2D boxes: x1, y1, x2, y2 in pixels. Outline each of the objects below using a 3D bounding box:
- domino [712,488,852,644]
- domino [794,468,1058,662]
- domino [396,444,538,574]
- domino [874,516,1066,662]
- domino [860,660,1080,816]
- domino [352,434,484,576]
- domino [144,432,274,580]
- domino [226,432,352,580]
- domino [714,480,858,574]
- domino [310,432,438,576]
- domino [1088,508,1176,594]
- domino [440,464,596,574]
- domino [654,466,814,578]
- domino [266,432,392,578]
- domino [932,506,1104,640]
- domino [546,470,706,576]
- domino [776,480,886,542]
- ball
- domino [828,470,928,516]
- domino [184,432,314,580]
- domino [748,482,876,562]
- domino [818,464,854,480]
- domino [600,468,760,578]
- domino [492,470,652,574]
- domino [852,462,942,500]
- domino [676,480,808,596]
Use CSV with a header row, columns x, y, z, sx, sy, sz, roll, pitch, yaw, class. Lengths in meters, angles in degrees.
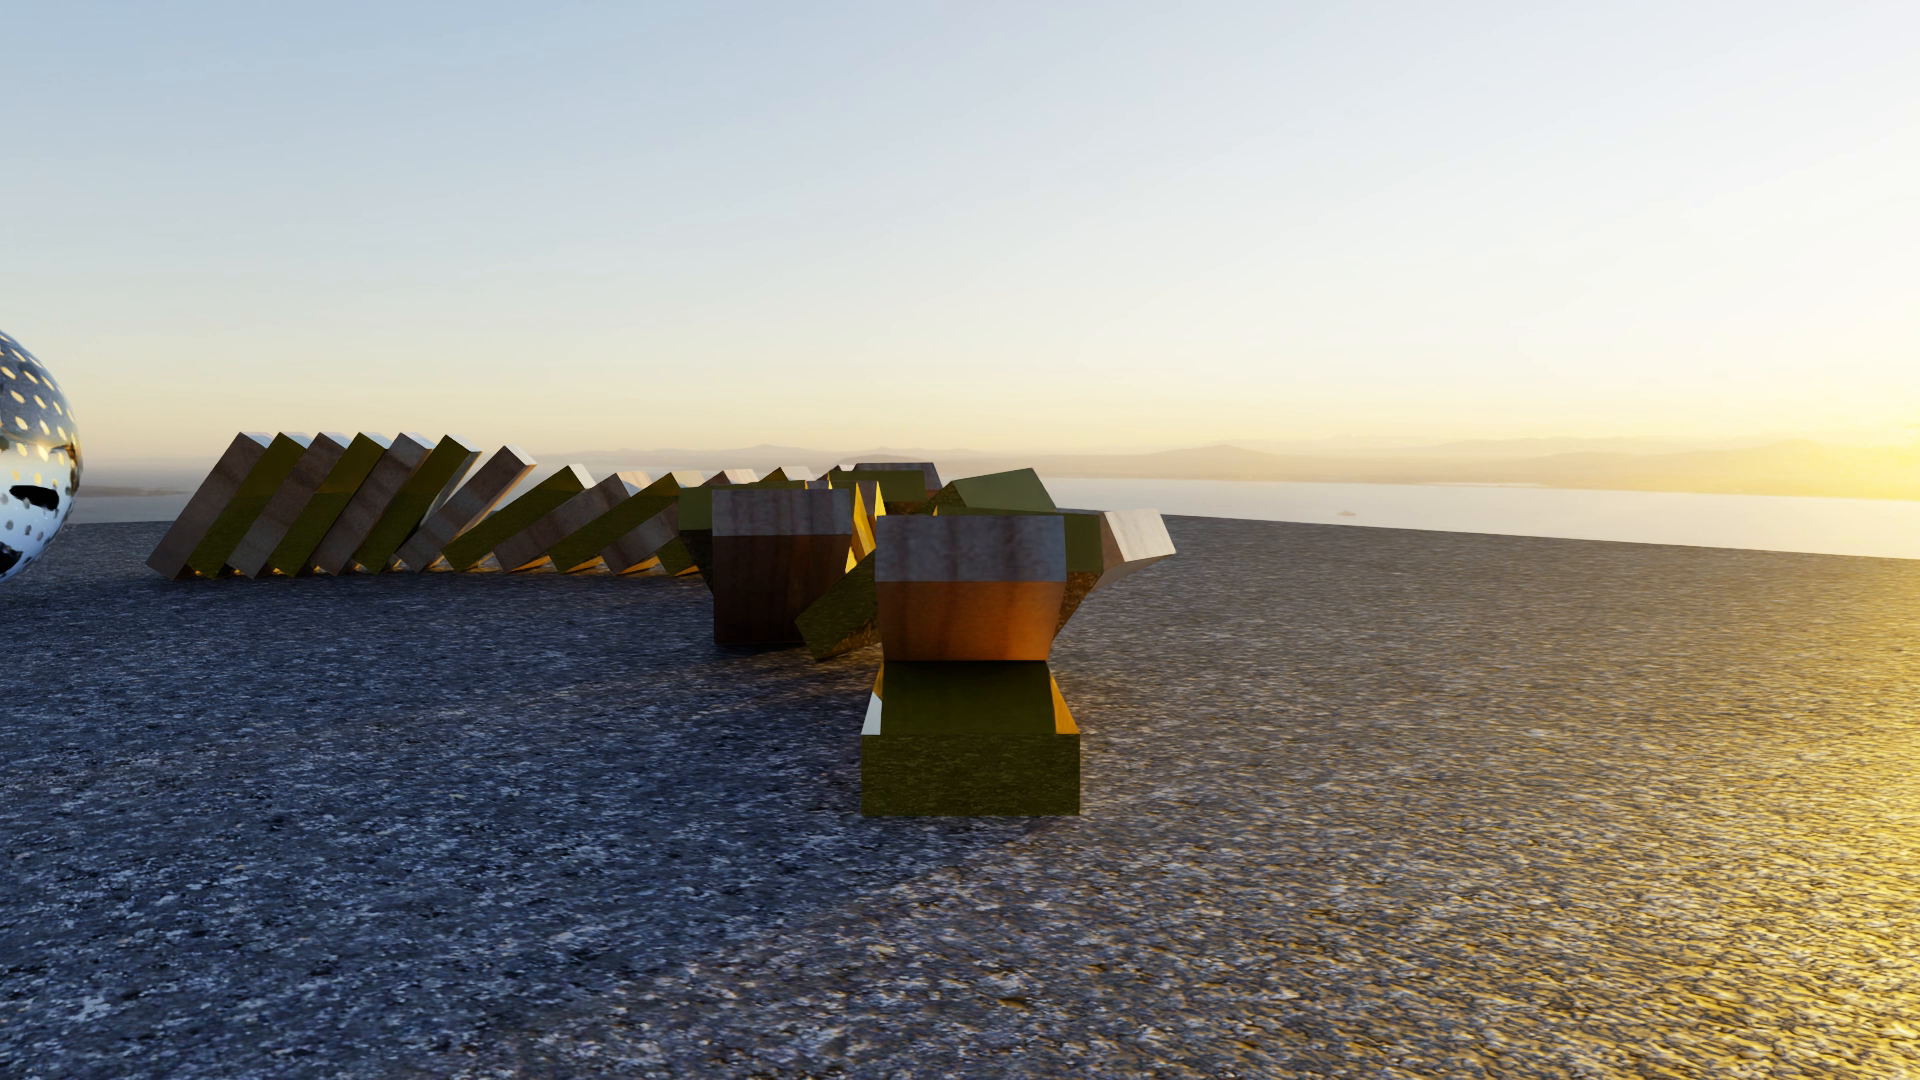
x,y,z,sx,sy,sz,roll,pitch,yaw,class
-0.036,0.006,0.255,0.025,0.009,0.050,-1,-27,-11,domino
-0.007,0.005,0.247,0.050,0.009,0.025,-40,-17,35,domino
-0.166,-0.011,0.434,0.009,0.050,0.025,45,-4,-10,domino
0.001,0.011,0.192,0.025,0.009,0.050,0,-24,-1,domino
0.001,0.025,0.171,0.025,0.010,0.050,0,4,-1,domino
-0.181,-0.012,0.429,0.010,0.050,0.025,37,-3,-11,domino
-0.237,-0.012,0.412,0.010,0.050,0.025,35,-3,-12,domino
-0.214,-0.012,0.415,0.009,0.050,0.025,35,-3,-12,domino
-0.038,0.003,0.293,0.025,0.009,0.050,-2,-27,4,domino
-0.192,-0.012,0.423,0.009,0.050,0.025,35,-3,-12,domino
0.014,0.009,0.247,0.050,0.009,0.025,-27,-11,29,domino
-0.148,-0.008,0.434,0.050,0.009,0.025,-34,7,-3,domino
-0.071,-0.006,0.411,0.050,0.009,0.025,-33,-4,12,domino
-0.203,-0.012,0.418,0.009,0.050,0.025,35,-3,-12,domino
0.004,0.010,0.213,0.025,0.009,0.050,3,-24,-10,domino
-0.109,-0.006,0.423,0.050,0.009,0.025,-30,-1,10,domino
-0.031,0.001,0.332,0.025,0.009,0.050,0,-26,4,domino
-0.267,-0.022,0.320,0.080,0.080,0.080,0,4,0,ball
-0.026,-0.002,0.354,0.025,0.009,0.050,-1,-29,-13,domino
-0.226,-0.012,0.413,0.009,0.050,0.025,35,-3,-12,domino
-0.034,0.002,0.313,0.025,0.009,0.050,0,-27,5,domino
-0.052,-0.006,0.408,0.050,0.009,0.025,-33,-6,13,domino
-0.090,-0.006,0.417,0.050,0.010,0.025,-31,-2,12,domino
-0.128,-0.006,0.428,0.050,0.009,0.025,-30,0,8,domino
-0.028,-0.004,0.376,0.025,0.009,0.050,-3,-31,-34,domino
-0.041,0.004,0.273,0.025,0.010,0.050,-4,-27,2,domino
